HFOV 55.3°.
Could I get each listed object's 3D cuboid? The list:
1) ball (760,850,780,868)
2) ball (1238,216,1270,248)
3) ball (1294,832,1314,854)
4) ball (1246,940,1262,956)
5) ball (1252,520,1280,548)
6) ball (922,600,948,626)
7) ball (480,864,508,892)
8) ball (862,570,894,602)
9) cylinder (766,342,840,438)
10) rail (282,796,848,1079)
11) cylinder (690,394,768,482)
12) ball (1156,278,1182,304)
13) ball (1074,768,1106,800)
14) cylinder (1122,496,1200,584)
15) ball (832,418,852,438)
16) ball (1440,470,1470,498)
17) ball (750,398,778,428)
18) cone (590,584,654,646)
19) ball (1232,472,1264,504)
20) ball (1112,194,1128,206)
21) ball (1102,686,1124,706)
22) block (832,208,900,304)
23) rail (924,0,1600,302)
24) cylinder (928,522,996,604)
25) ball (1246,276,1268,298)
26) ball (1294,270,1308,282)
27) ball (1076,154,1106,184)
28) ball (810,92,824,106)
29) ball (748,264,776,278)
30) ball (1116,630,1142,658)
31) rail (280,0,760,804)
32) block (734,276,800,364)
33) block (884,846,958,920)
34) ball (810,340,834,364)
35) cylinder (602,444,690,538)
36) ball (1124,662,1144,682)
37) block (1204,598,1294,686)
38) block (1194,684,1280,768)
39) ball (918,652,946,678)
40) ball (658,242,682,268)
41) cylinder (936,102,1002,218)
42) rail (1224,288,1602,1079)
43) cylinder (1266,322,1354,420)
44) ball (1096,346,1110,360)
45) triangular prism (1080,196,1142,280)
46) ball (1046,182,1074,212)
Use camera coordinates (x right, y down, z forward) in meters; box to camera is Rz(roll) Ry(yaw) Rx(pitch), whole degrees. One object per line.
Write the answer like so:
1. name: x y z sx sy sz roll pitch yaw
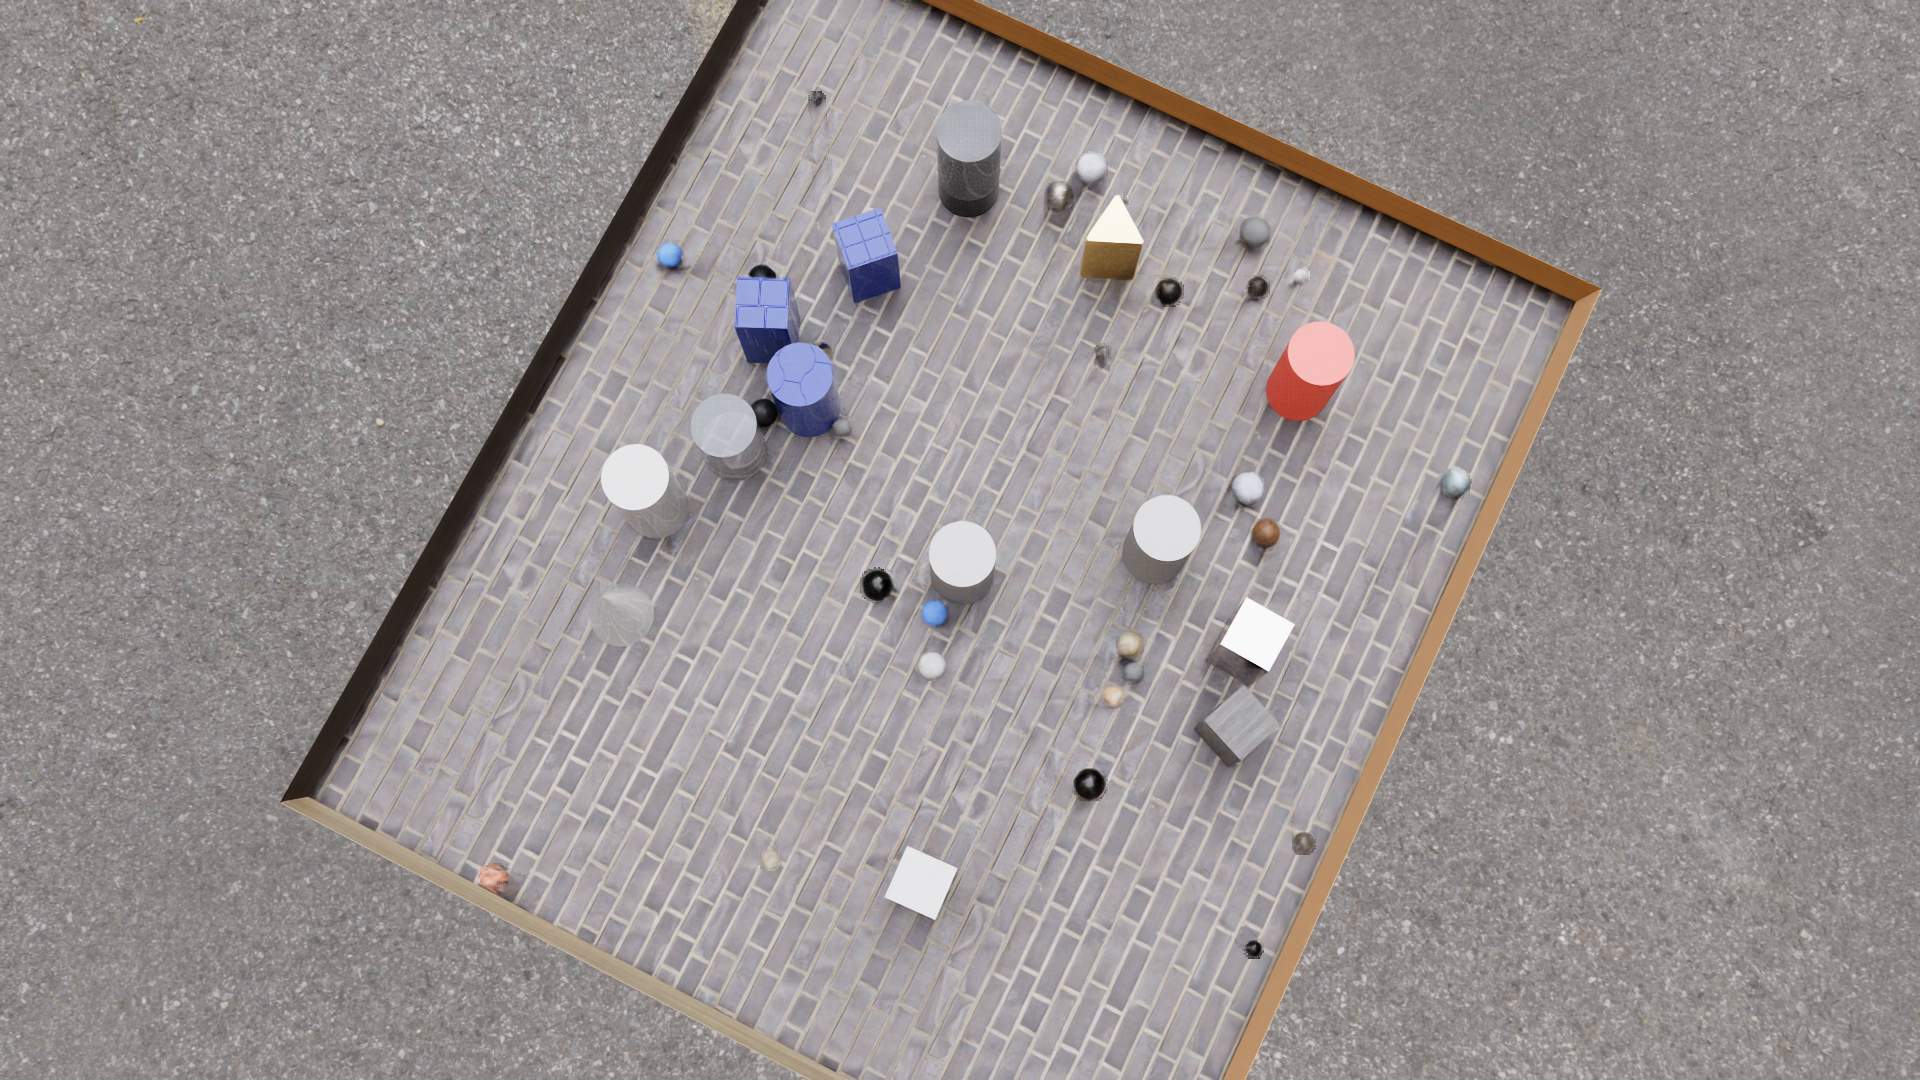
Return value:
1. ball: -0.559 0.939 5.393 0.057 0.057 0.057 0 78 0
2. ball: 0.926 -0.968 5.767 0.097 0.097 0.097 0 78 0
3. ball: 1.013 0.891 5.400 0.062 0.062 0.062 0 78 0
4. ball: 0.856 1.191 5.347 0.046 0.046 0.046 0 78 0
5. ball: 0.932 -0.020 5.577 0.086 0.086 0.086 0 78 0
6. ball: -0.074 0.221 5.531 0.078 0.078 0.078 0 78 0
7. ball: -1.366 0.993 5.370 0.080 0.080 0.080 0 78 0
8. ball: -0.250 0.137 5.539 0.095 0.095 0.095 0 78 0
9. cylinder: -0.468 -0.449 5.531 0.194 0.350 0.194 0 78 0
10. rail: -0.700 1.377 5.266 2.838 0.126 0.045 26 80 5
11. cylinder: -0.693 -0.305 5.524 0.194 0.305 0.194 0 78 0
12. ball: 0.653 -0.777 5.735 0.083 0.083 0.083 0 78 0
13. ball: 0.383 0.721 5.419 0.094 0.094 0.094 0 78 0
14. cylinder: 0.594 0.002 5.432 0.194 0.360 0.194 0 78 0
15. ball: -0.364 -0.347 5.658 0.059 0.059 0.059 0 78 0
16. ball: 1.514 -0.173 5.608 0.086 0.086 0.086 0 78 0
17. ball: -0.606 -0.392 5.653 0.088 0.088 0.088 0 78 0
18. cone: -1.028 0.196 5.414 0.194 0.317 0.194 0 78 0
19. ball: 0.880 -0.158 5.600 0.097 0.097 0.097 0 78 0
20. ball: 0.508 -1.074 5.815 0.047 0.047 0.047 0 78 0
21. ball: 0.457 0.467 5.488 0.062 0.062 0.062 0 78 0
22. block: -0.286 -0.873 5.641 0.155 0.306 0.155 -19 79 -4
23. rail: 0.700 -1.364 5.833 2.838 0.126 0.045 26 80 5
24. cylinder: 0.007 0.071 5.448 0.194 0.302 0.194 0 78 0
25. ball: 0.932 -0.792 5.747 0.066 0.066 0.066 0 78 0
26. ball: 1.072 -0.831 5.767 0.042 0.042 0.042 0 78 0
27. ball: 0.416 -1.176 5.811 0.097 0.097 0.097 0 78 0
28. ball: -0.460 -1.417 5.888 0.043 0.043 0.043 0 78 0
29. ball: -0.620 -0.817 5.739 0.091 0.091 0.091 0 78 0
30. ball: 0.508 0.313 5.511 0.079 0.079 0.079 0 78 0
31. rail: -1.248 -0.604 5.676 0.045 0.126 3.176 26 80 5
32. block: -0.583 -0.663 5.573 0.155 0.354 0.155 2 78 0
33. block: -0.109 0.990 5.280 0.155 0.258 0.155 23 79 5
34. ball: -0.439 -0.571 5.687 0.093 0.093 0.093 0 78 0
35. cylinder: -0.930 -0.140 5.441 0.194 0.400 0.194 0 78 0
36. ball: 0.523 0.397 5.502 0.063 0.063 0.063 0 78 0
37. block: 0.846 0.303 5.376 0.155 0.348 0.155 30 80 6
38. block: 0.810 0.548 5.378 0.155 0.245 0.155 -41 81 -8
39. ball: -0.084 0.375 5.497 0.082 0.082 0.082 0 78 0
40. ball: -0.911 -0.895 5.762 0.077 0.077 0.077 0 78 0
41. cylinder: 0.027 -1.165 5.635 0.194 0.436 0.194 0 78 0
42. rail: 1.248 0.618 5.423 0.045 0.126 3.176 26 80 5
43. cylinder: 1.051 -0.504 5.523 0.194 0.387 0.194 0 78 0
44. ball: 0.445 -0.583 5.713 0.047 0.047 0.047 0 78 0
45. triangular prism: 0.468 -0.933 5.647 0.168 0.318 0.146 4 78 1
46. ball: 0.315 -1.085 5.794 0.091 0.091 0.091 0 78 0
